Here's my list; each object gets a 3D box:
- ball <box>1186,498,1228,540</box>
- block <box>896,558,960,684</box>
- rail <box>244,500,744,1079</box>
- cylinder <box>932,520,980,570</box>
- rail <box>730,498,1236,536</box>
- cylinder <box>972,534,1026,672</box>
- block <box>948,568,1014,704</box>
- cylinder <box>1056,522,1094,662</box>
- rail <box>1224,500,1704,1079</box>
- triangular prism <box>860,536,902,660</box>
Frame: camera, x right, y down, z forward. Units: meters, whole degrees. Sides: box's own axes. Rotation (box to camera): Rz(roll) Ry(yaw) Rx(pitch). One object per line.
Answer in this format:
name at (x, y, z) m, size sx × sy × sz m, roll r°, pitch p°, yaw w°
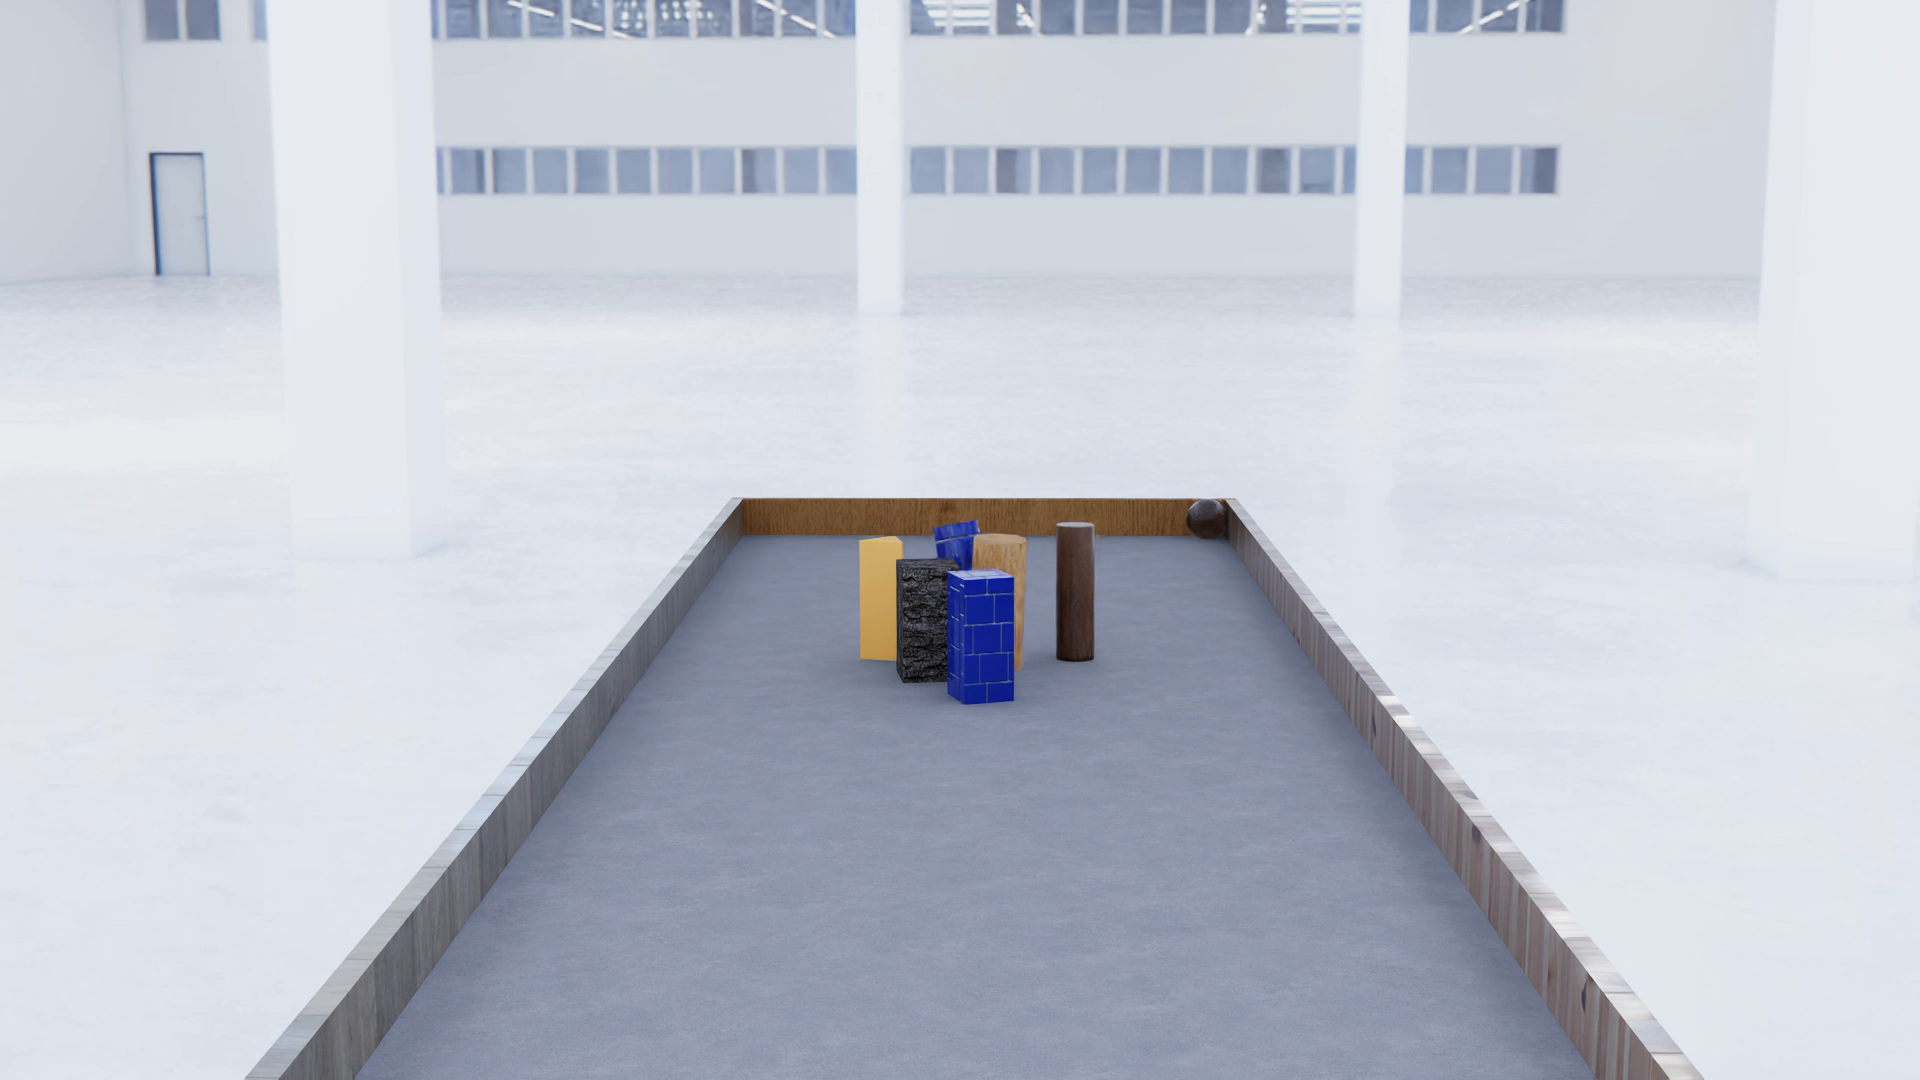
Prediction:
ball at (1.011, -0.083, 8.986) m, size 0.172 × 0.172 × 0.172 m, roll 0°, pitch 9°, yaw 0°
block at (-0.094, 0.234, 6.452) m, size 0.167 × 0.338 × 0.167 m, roll -1°, pitch 9°, yaw -8°
rail at (-1.004, 0.839, 3.234) m, size 0.050 × 0.150 × 12.000 m, roll 0°, pitch 9°, yaw 1°
cylinder at (0.018, 0.149, 6.725) m, size 0.140 × 0.399 × 0.140 m, roll -10°, pitch -1°, yaw 0°
rail at (0.099, -0.098, 9.147) m, size 2.100 × 0.150 × 0.050 m, roll 0°, pitch 9°, yaw 1°
cylinder at (0.112, 0.189, 6.541) m, size 0.159 × 0.391 × 0.159 m, roll 2°, pitch 12°, yaw 0°
block at (0.058, 0.270, 6.182) m, size 0.147 × 0.352 × 0.147 m, roll -3°, pitch 10°, yaw -19°
cylinder at (0.351, 0.157, 6.701) m, size 0.117 × 0.410 × 0.117 m, roll 0°, pitch 7°, yaw 0°
rail at (1.046, 0.843, 3.208) m, size 0.050 × 0.150 × 12.000 m, roll 0°, pitch 9°, yaw 1°
triangular prism at (-0.221, 0.176, 6.732) m, size 0.138 × 0.364 × 0.119 m, roll 3°, pitch 9°, yaw 18°
